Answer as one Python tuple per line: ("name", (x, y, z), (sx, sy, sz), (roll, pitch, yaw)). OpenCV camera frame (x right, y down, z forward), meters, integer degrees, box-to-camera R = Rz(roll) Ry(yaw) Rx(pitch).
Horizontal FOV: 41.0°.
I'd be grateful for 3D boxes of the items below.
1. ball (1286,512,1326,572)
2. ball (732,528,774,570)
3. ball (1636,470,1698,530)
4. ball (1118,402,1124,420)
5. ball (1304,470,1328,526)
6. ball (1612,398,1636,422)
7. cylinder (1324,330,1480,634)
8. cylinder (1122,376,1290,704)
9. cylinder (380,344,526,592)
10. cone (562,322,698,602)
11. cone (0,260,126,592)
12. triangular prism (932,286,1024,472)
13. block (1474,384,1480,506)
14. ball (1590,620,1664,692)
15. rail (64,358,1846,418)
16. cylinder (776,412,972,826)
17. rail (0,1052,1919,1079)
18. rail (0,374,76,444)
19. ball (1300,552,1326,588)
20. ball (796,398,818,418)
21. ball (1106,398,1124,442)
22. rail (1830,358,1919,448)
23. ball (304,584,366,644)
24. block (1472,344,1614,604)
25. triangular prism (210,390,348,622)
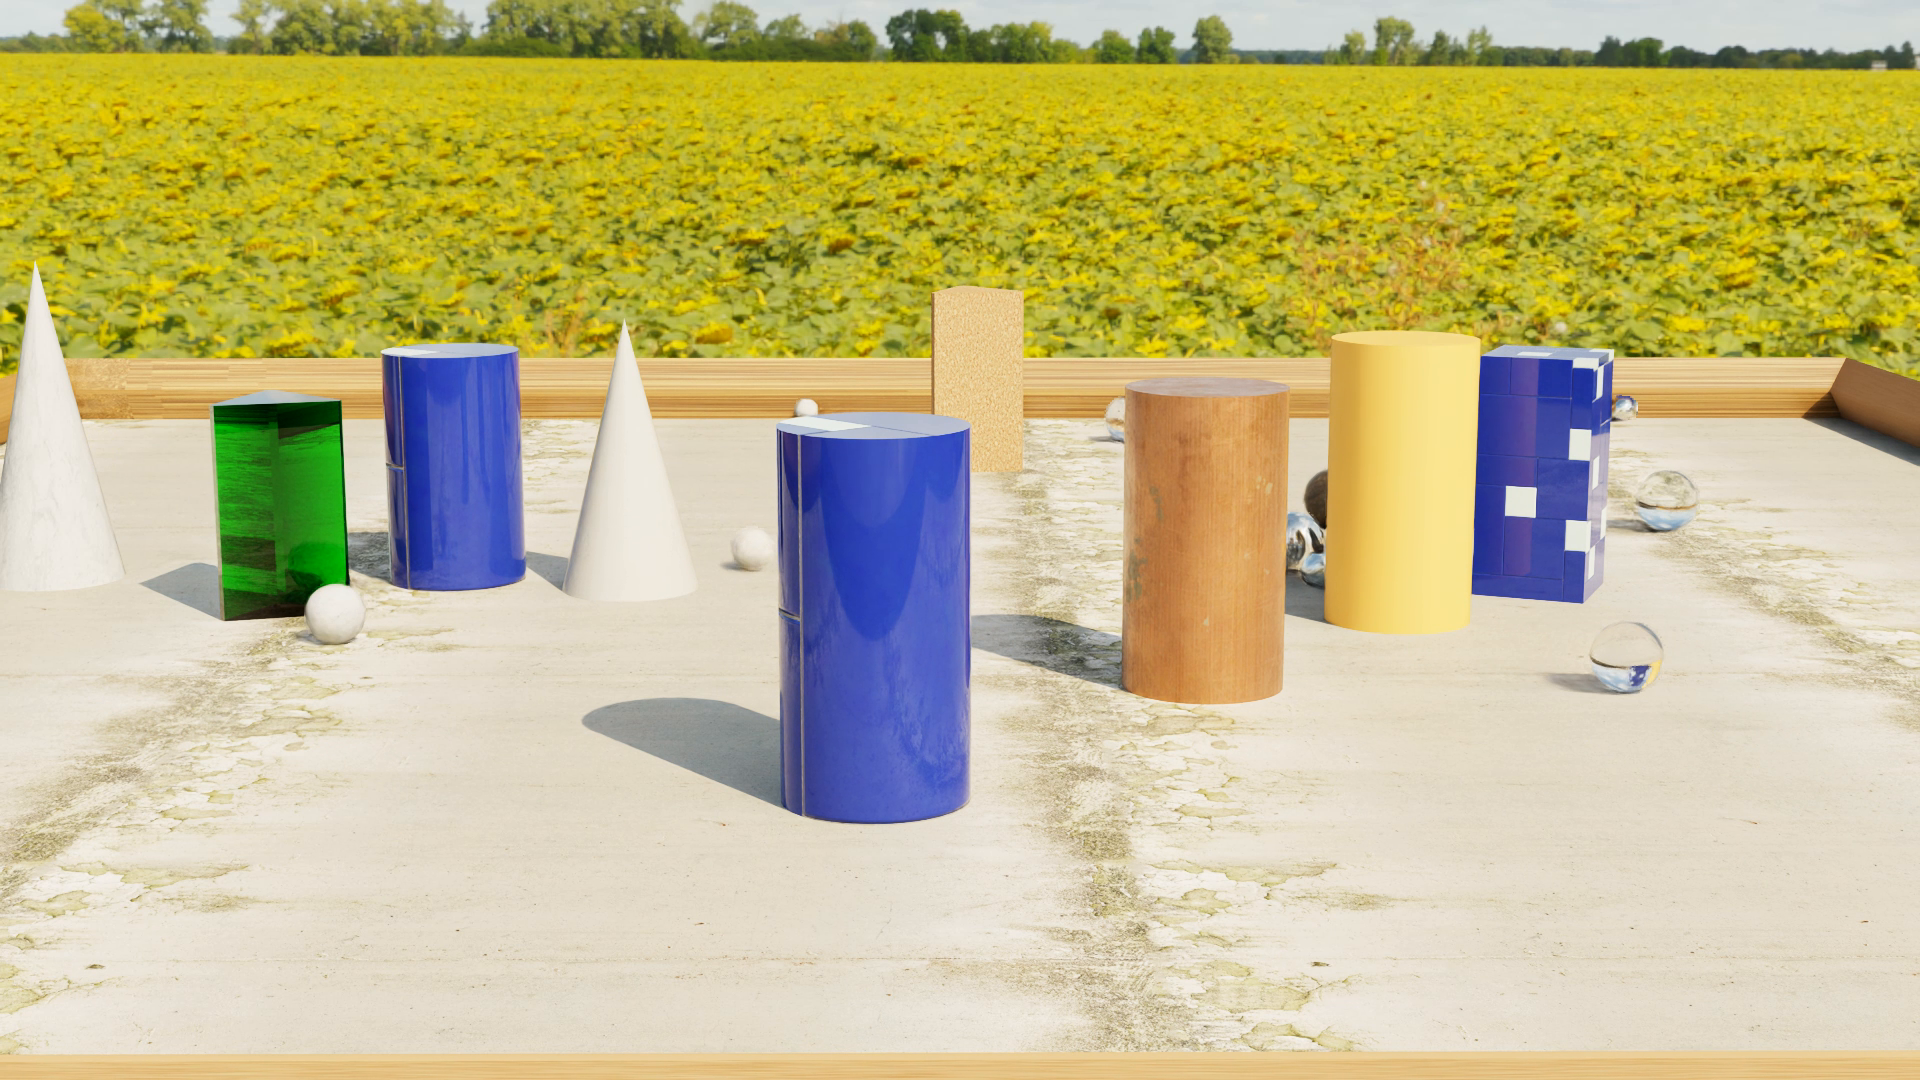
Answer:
("ball", (0.483, 0.003, 3.706), (0.089, 0.089, 0.089), (0, 11, 0))
("ball", (-0.301, 0.014, 3.723), (0.062, 0.062, 0.062), (0, 11, 0))
("ball", (1.113, -0.062, 4.038), (0.096, 0.096, 0.096), (0, 11, 0))
("ball", (0.347, -0.266, 5.272), (0.045, 0.045, 0.045), (0, 11, 0))
("ball", (0.593, -0.067, 4.073), (0.093, 0.093, 0.093), (0, 11, 0))
("ball", (1.363, -0.269, 5.273), (0.050, 0.050, 0.050), (0, 11, 0))
("cylinder", (0.579, -0.079, 3.369), (0.191, 0.373, 0.191), (0, 11, 0))
("cylinder", (0.287, -0.003, 3.010), (0.191, 0.356, 0.191), (0, 11, 0))
("cylinder", (-0.717, -0.106, 3.638), (0.191, 0.328, 0.191), (0, 11, 0))
("cone", (-0.463, -0.119, 3.571), (0.191, 0.379, 0.191), (0, 11, 0))
("cone", (-1.295, -0.169, 3.634), (0.191, 0.454, 0.191), (0, 11, 0))
("triangular prism", (0.019, -0.295, 4.664), (0.166, 0.324, 0.143), (-2, 11, -10))
("block", (0.842, -0.155, 4.121), (0.153, 0.248, 0.153), (-1, 11, -6))
("ball", (0.781, 0.136, 3.003), (0.084, 0.084, 0.084), (0, 11, 0))
("rail", (-0.011, -0.310, 5.286), (3.693, 0.124, 0.045), (0, 11, 0))
("cylinder", (-0.084, 0.073, 2.540), (0.191, 0.378, 0.191), (0, 11, 0))
("rail", (0.011, 0.374, 1.612), (3.693, 0.124, 0.045), (0, 11, 0))
("rail", (-1.823, 0.034, 3.439), (0.045, 0.124, 3.784), (0, 11, 0))
("ball", (0.503, 0.043, 3.601), (0.050, 0.050, 0.050), (0, 11, 0))
("ball", (-0.314, -0.266, 5.266), (0.048, 0.048, 0.048), (0, 11, 0))
("ball", (0.325, -0.234, 4.985), (0.086, 0.086, 0.086), (0, 11, 0))
("rail", (1.823, 0.030, 3.460), (0.045, 0.124, 3.784), (0, 11, 0))
("ball", (-0.793, 0.093, 3.257), (0.076, 0.076, 0.076), (0, 11, 0))
("block", (0.811, -0.095, 3.567), (0.153, 0.332, 0.153), (5, 11, 23))
("triangular prism", (-0.918, -0.051, 3.456), (0.166, 0.287, 0.143), (-3, 11, -18))
